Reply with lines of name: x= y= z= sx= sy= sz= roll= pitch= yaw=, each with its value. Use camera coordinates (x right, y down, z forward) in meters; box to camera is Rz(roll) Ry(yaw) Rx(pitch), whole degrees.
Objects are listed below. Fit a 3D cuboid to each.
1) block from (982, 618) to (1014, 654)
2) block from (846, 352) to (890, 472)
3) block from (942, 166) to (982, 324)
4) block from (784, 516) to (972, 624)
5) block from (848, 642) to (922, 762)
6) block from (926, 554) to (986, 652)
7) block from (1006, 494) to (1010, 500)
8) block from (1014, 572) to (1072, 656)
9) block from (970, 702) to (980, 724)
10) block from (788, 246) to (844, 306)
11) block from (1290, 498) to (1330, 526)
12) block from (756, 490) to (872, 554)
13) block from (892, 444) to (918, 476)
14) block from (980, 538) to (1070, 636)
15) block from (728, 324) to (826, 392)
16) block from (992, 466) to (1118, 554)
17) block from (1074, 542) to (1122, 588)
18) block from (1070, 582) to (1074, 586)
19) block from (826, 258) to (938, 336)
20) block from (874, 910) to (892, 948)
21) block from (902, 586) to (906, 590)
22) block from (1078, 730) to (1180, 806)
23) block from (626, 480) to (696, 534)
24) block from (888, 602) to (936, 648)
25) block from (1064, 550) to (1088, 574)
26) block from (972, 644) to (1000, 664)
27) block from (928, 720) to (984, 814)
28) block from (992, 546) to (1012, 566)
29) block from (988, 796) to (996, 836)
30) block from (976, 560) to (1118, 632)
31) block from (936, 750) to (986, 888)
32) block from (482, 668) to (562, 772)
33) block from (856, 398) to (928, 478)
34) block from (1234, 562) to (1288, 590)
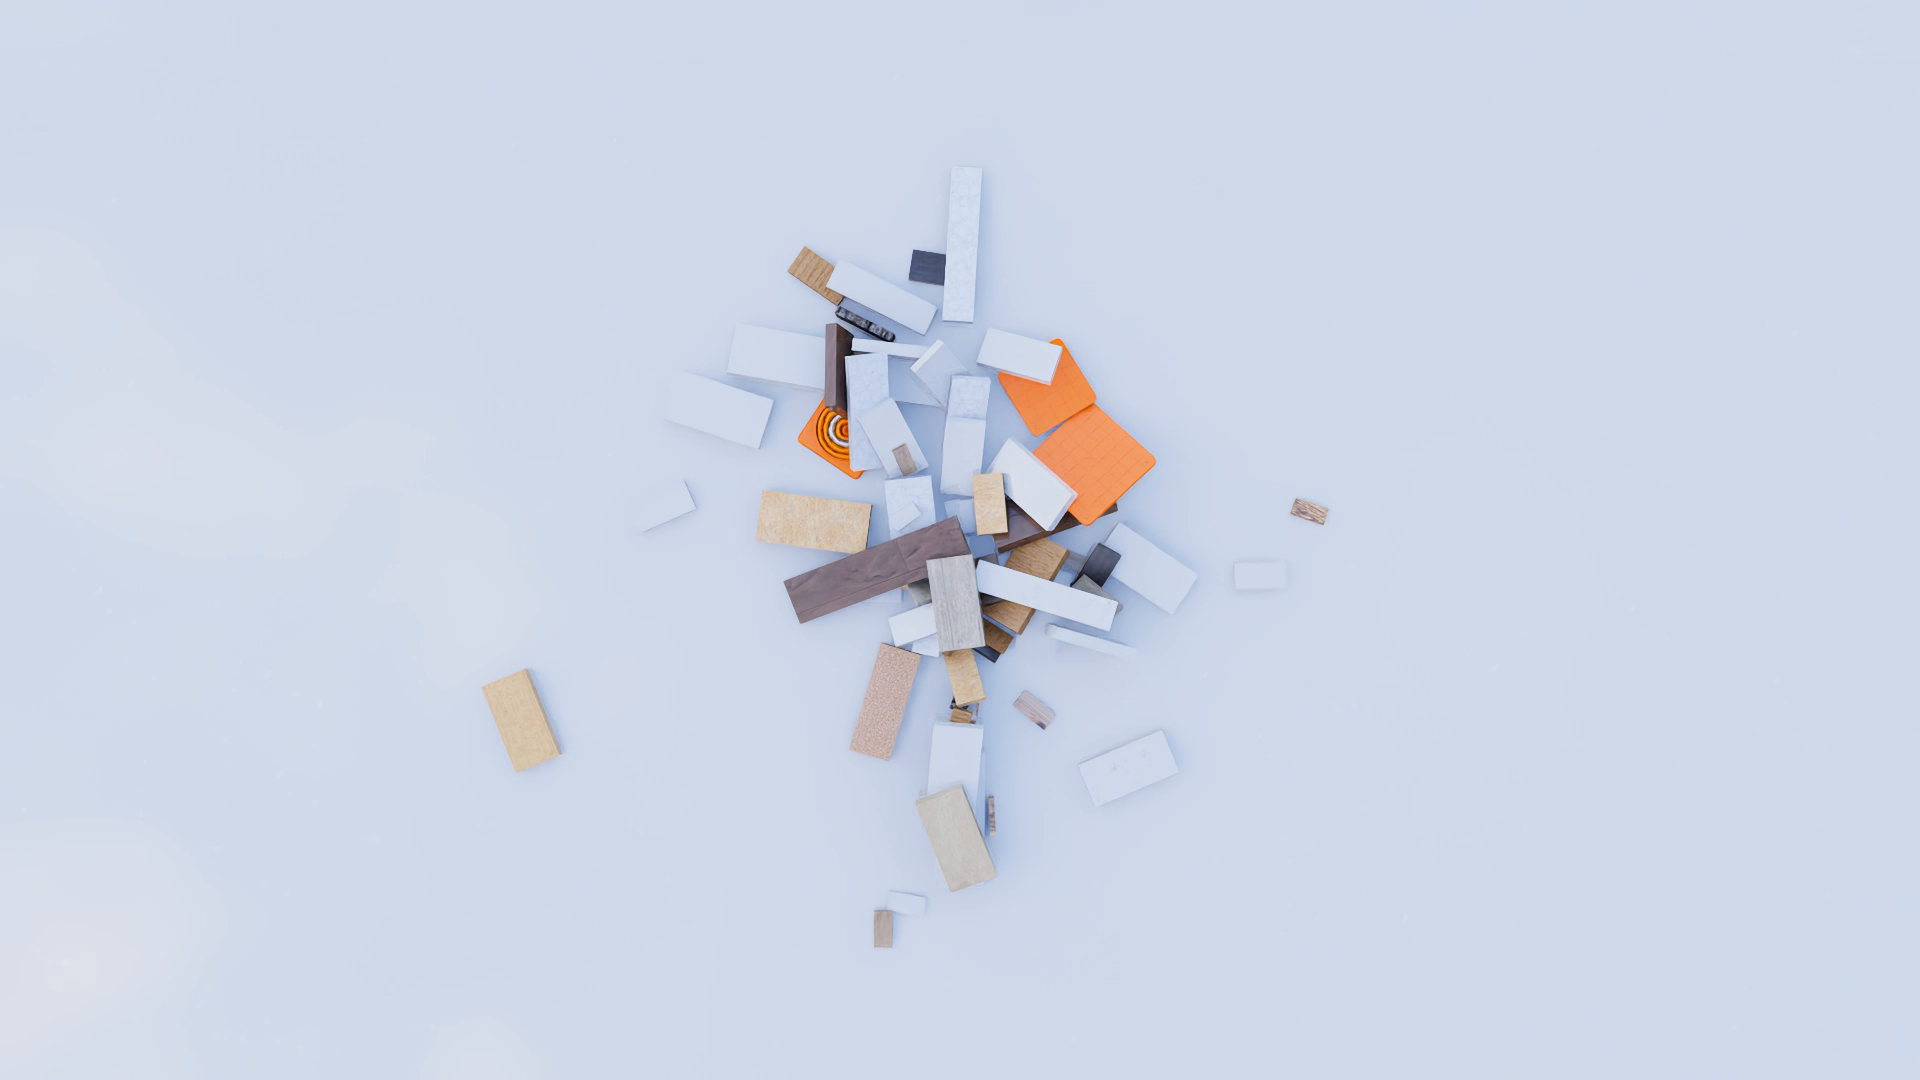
block: x=0.105 y=0.316 z=5.476 sx=0.133 sy=0.019 sz=0.067 roll=33 pitch=61 yaw=0
block: x=-0.299 y=-0.418 z=5.391 sx=0.132 sy=0.037 sz=0.381 roll=-9 pitch=113 yaw=-19
block: x=0.008 y=-0.977 z=5.461 sx=0.101 sy=0.029 sz=0.520 roll=3 pitch=85 yaw=-1
block: x=-0.270 y=0.098 z=5.427 sx=0.614 sy=0.044 sz=0.154 roll=-21 pitch=94 yaw=9
block: x=-0.248 y=0.538 z=5.480 sx=0.139 sy=0.039 sz=0.369 roll=17 pitch=90 yaw=0
block: x=-0.011 y=0.203 z=5.357 sx=0.150 sy=0.043 sz=0.301 roll=-8 pitch=92 yaw=8
block: x=0.134 y=-0.150 z=5.493 sx=0.261 sy=0.013 sz=0.046 roll=-31 pitch=90 yaw=0
block: x=0.276 y=0.234 z=5.480 sx=0.139 sy=0.039 sz=0.278 roll=12 pitch=90 yaw=0
block: x=0.021 y=0.597 z=5.460 sx=0.065 sy=0.018 sz=0.131 roll=9 pitch=63 yaw=4
block: x=-0.461 y=-0.877 z=5.486 sx=0.203 sy=0.029 sz=0.101 roll=35 pitch=90 yaw=0
block: x=1.163 y=-0.094 z=5.492 sx=0.115 sy=0.016 sz=0.058 roll=19 pitch=90 yaw=0
block: x=-0.484 y=-0.057 z=5.476 sx=0.364 sy=0.048 sz=0.169 roll=8 pitch=90 yaw=0
block: x=-0.182 y=-0.263 z=5.424 sx=0.050 sy=0.014 sz=0.100 roll=-28 pitch=118 yaw=-8
block: x=0.211 y=0.136 z=5.430 sx=0.159 sy=0.045 sz=0.318 roll=29 pitch=86 yaw=22
block: x=-0.587 y=-0.603 z=5.464 sx=0.338 sy=0.048 sz=0.169 roll=10 pitch=82 yaw=0
block: x=0.297 y=-0.100 z=5.441 sx=0.416 sy=0.045 sz=0.159 roll=-20 pitch=61 yaw=0
block: x=0.451 y=0.099 z=5.432 sx=0.086 sy=0.024 sz=0.173 roll=29 pitch=118 yaw=-1
block: x=0.388 y=0.201 z=5.492 sx=0.057 sy=0.016 sz=0.113 roll=7 pitch=90 yaw=0
block: x=-0.259 y=-0.805 z=5.467 sx=0.360 sy=0.029 sz=0.103 roll=26 pitch=90 yaw=-6
block: x=-0.255 y=1.292 z=5.482 sx=0.062 sy=0.017 sz=0.123 roll=0 pitch=98 yaw=1
block: x=-0.165 y=0.114 z=5.450 sx=0.050 sy=0.014 sz=0.100 roll=7 pitch=101 yaw=4
block: x=0.558 y=0.757 z=5.479 sx=0.301 sy=0.043 sz=0.150 roll=-23 pitch=90 yaw=0
block: x=-0.990 y=-0.110 z=5.485 sx=0.205 sy=0.029 sz=0.103 roll=-23 pitch=90 yaw=0
block: x=-0.132 y=0.275 z=5.443 sx=0.198 sy=0.028 sz=0.099 roll=-21 pitch=75 yaw=19
block: x=0.399 y=0.080 z=5.492 sx=0.115 sy=0.016 sz=0.058 roll=26 pitch=90 yaw=0
block: x=0.077 y=0.345 z=5.476 sx=0.133 sy=0.019 sz=0.067 roll=33 pitch=61 yaw=0
block: x=-0.019 y=0.760 z=5.401 sx=0.162 sy=0.046 sz=0.324 roll=5 pitch=101 yaw=0
block: x=0.133 y=0.053 z=5.485 sx=0.057 sy=0.016 sz=0.113 roll=25 pitch=83 yaw=-2
block: x=0.107 y=0.916 z=5.469 sx=0.017 sy=0.062 sz=0.123 roll=-3 pitch=90 yaw=0
block: x=0.273 y=0.181 z=5.362 sx=0.471 sy=0.028 sz=0.099 roll=17 pitch=84 yaw=6
block: x=0.001 y=0.927 z=5.477 sx=0.162 sy=0.046 sz=0.448 roll=0 pitch=90 yaw=0
block: x=-1.456 y=0.599 z=5.478 sx=0.154 sy=0.044 sz=0.308 roll=-22 pitch=90 yaw=0
block: x=-0.221 y=-0.323 z=5.414 sx=0.132 sy=0.037 sz=0.264 roll=-32 pitch=118 yaw=-6
block: x=0.999 y=0.118 z=5.488 sx=0.173 sy=0.024 sz=0.086 roll=-2 pitch=90 yaw=0
